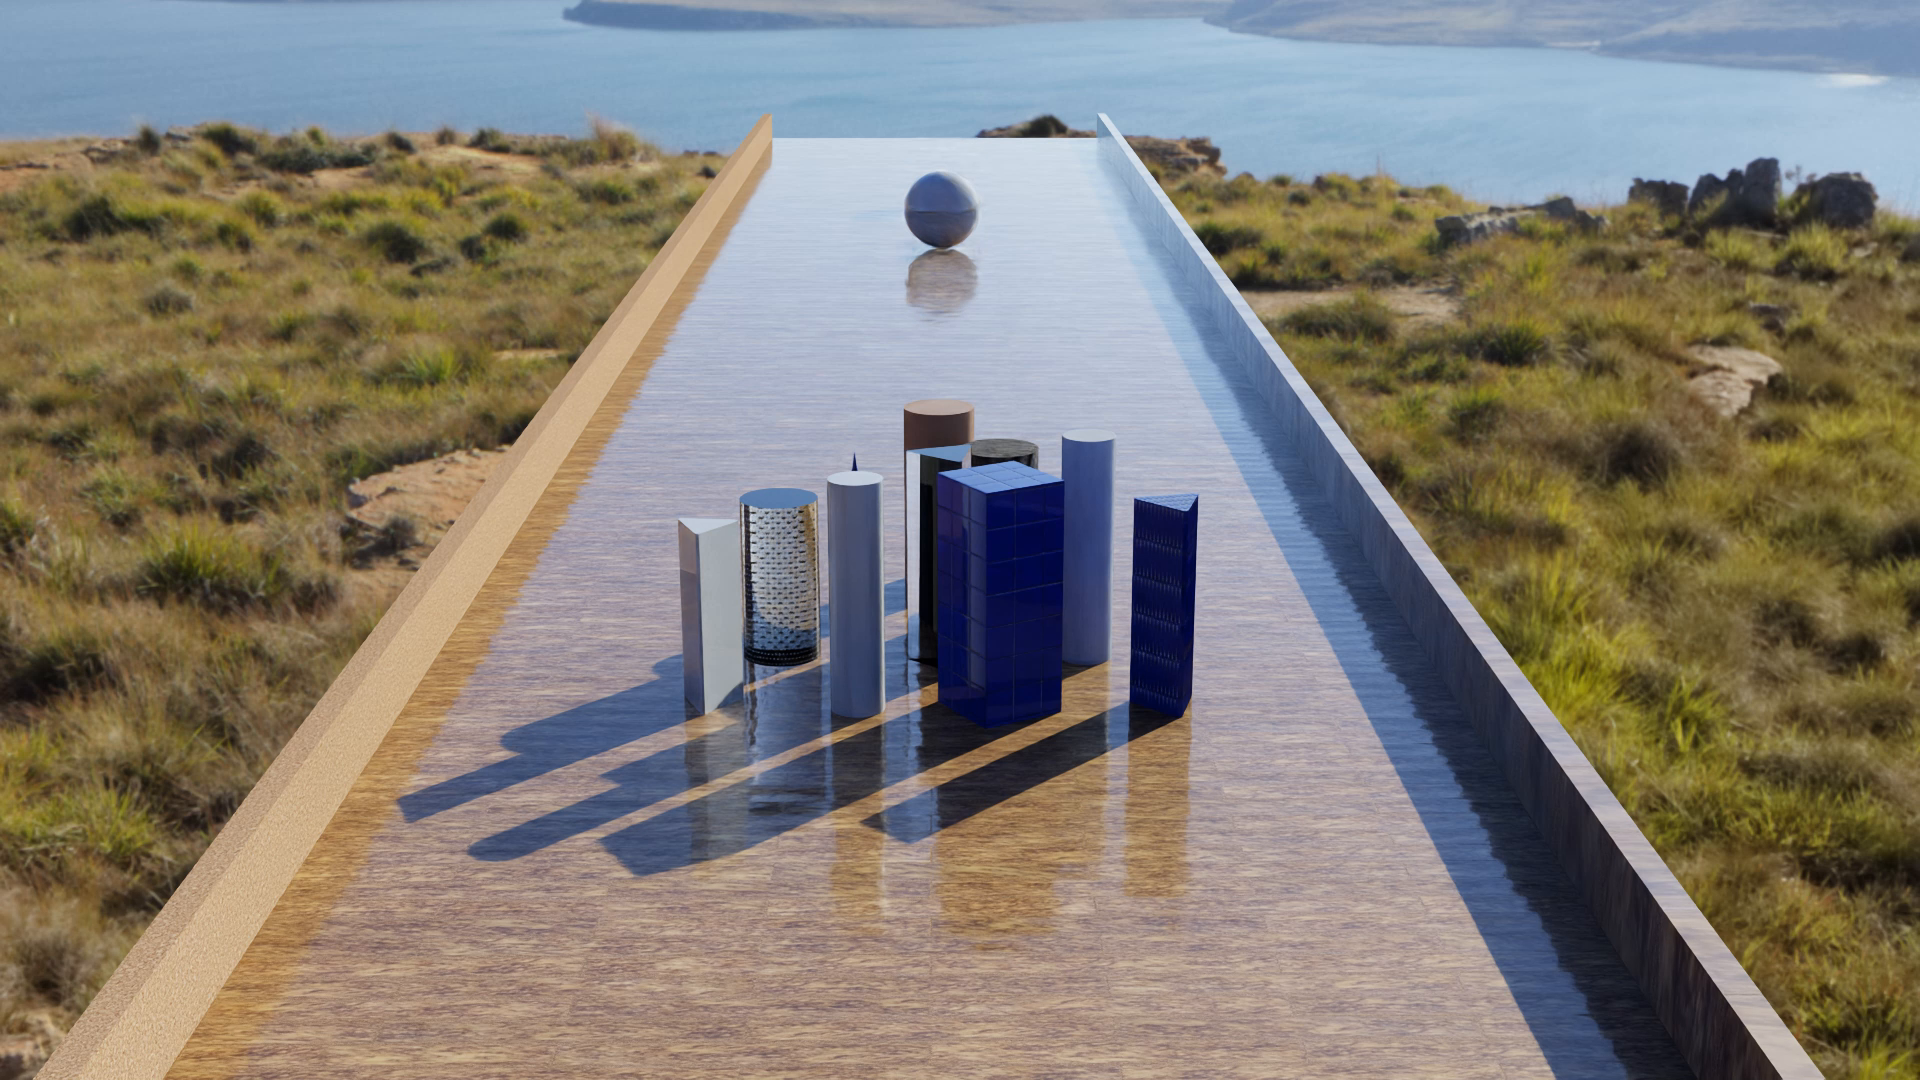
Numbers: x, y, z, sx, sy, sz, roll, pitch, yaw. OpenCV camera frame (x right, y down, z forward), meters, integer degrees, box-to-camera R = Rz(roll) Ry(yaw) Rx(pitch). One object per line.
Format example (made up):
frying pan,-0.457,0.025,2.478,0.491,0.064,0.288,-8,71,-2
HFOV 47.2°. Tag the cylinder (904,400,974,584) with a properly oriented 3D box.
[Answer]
cylinder,-0.046,-0.099,4.859,0.154,0.399,0.154,0,17,0

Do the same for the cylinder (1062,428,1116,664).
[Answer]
cylinder,0.253,0.014,4.374,0.106,0.459,0.106,0,17,0

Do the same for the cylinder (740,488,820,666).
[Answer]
cylinder,-0.360,0.074,4.406,0.156,0.327,0.156,0,17,0

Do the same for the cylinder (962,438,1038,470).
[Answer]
cylinder,0.083,-0.012,4.615,0.161,0.373,0.161,0,17,0

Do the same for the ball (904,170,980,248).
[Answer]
ball,-0.076,-1.416,9.411,0.329,0.329,0.329,0,17,0

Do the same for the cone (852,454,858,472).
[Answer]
cone,-0.220,-0.014,4.643,0.103,0.359,0.103,0,17,0

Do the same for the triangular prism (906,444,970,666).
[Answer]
triangular prism,-0.016,0.031,4.366,0.135,0.431,0.117,13,21,37

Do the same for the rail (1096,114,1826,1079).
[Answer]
rail,0.932,-0.844,7.801,0.050,0.150,12.000,0,17,-1

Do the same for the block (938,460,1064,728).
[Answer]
block,0.074,0.099,4.102,0.169,0.450,0.169,-10,19,-30

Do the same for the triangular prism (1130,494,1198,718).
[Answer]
triangular prism,0.405,0.116,4.132,0.125,0.401,0.108,16,23,43

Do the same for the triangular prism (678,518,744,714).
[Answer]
triangular prism,-0.488,0.137,4.147,0.098,0.353,0.113,12,20,34

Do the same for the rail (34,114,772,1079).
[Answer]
rail,-1.118,-0.838,7.780,0.050,0.150,12.000,0,17,-1

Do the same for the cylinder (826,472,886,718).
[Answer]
cylinder,-0.192,0.102,4.095,0.103,0.449,0.103,0,17,0
